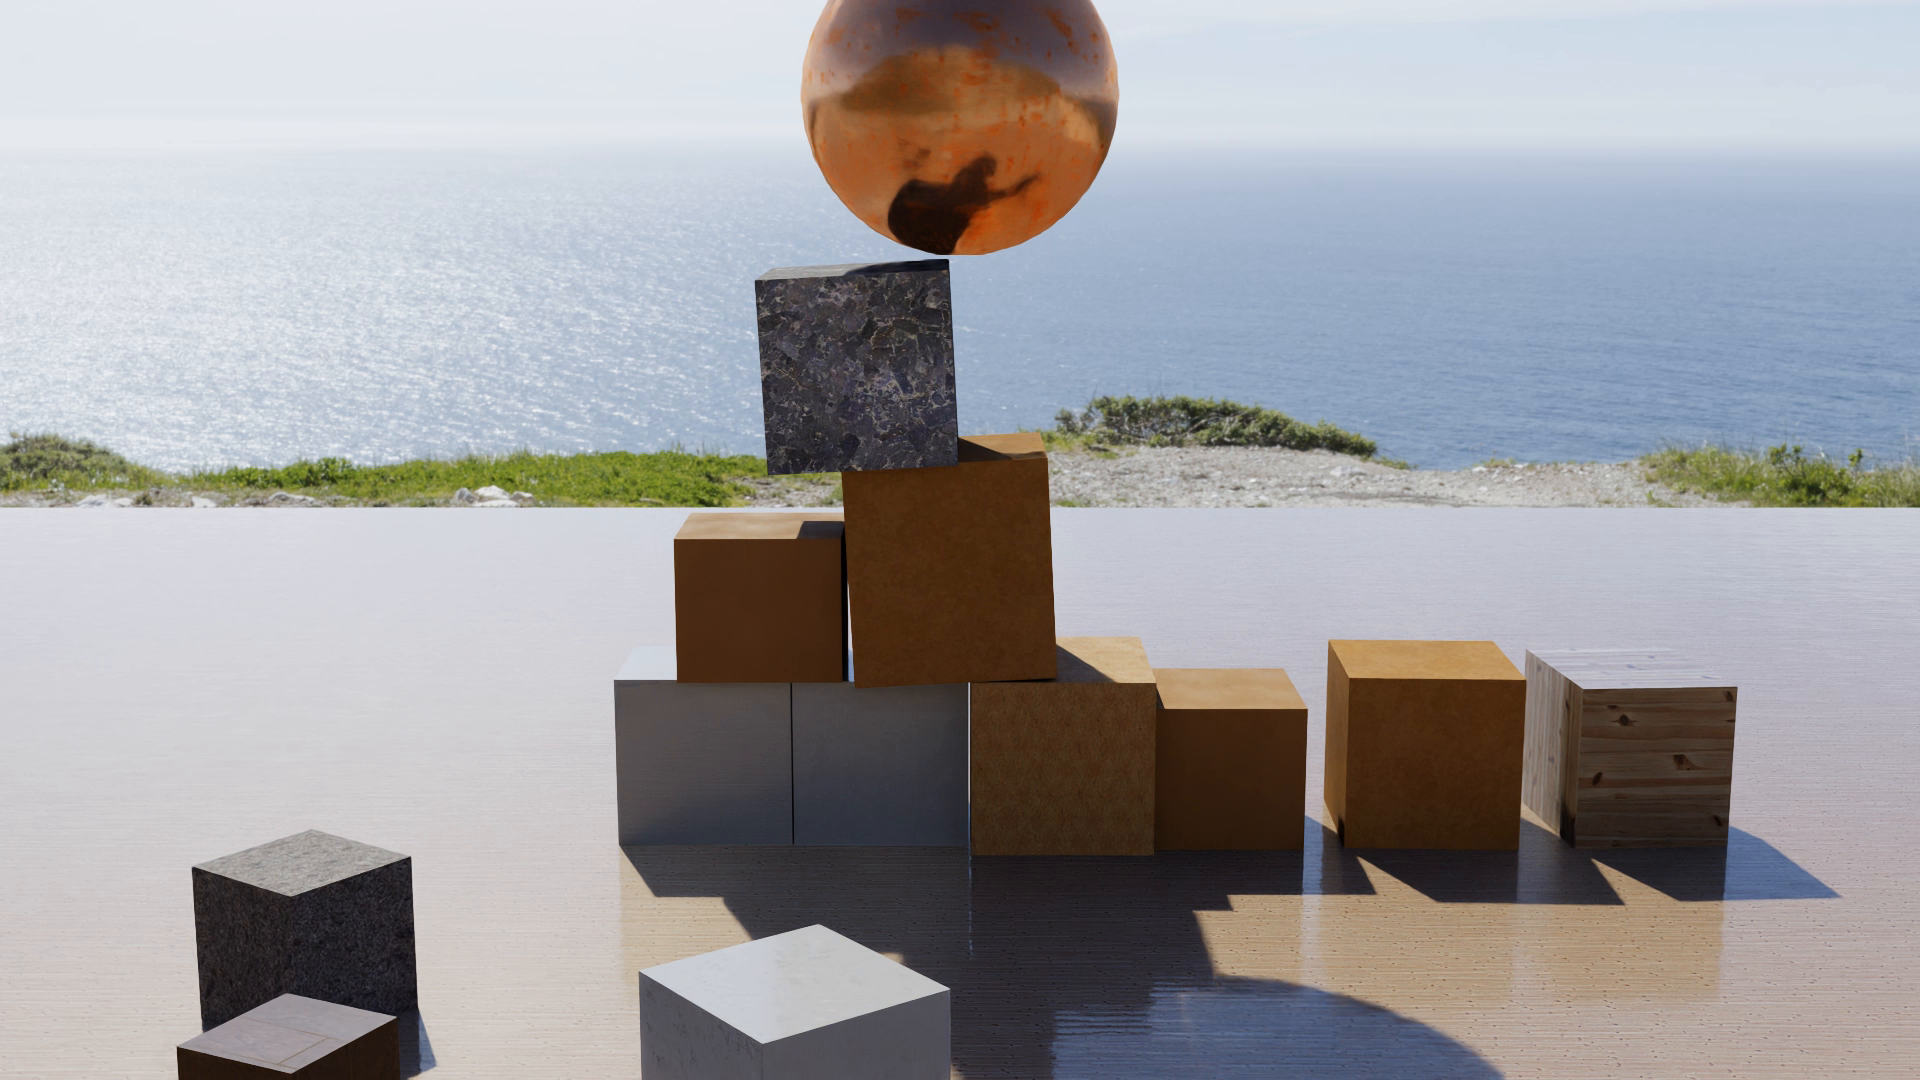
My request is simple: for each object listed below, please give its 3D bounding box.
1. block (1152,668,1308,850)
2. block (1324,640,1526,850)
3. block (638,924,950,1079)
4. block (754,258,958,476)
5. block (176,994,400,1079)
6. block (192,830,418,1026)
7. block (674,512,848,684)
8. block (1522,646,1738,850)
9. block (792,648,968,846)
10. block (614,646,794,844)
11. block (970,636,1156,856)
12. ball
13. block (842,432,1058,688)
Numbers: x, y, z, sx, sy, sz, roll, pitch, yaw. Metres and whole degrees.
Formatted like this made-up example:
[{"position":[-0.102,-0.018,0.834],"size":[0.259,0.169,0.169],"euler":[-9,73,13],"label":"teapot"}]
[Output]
[{"position":[1.347,1.119,11.372],"size":[0.752,0.729,0.846],"euler":[0,10,0],"label":"block"},{"position":[2.382,1.043,11.374],"size":[0.870,0.879,0.856],"euler":[0,10,2],"label":"block"},{"position":[-0.552,1.832,7.333],"size":[0.725,0.772,0.766],"euler":[-8,13,-37],"label":"block"},{"position":[-0.488,-0.880,10.922],"size":[0.911,0.929,1.024],"euler":[-3,10,1],"label":"block"},{"position":[-2.322,1.930,7.647],"size":[0.508,0.467,0.530],"euler":[5,11,25],"label":"block"},{"position":[-2.649,1.610,8.910],"size":[0.620,0.644,0.593],"euler":[7,13,35],"label":"block"},{"position":[-0.996,0.282,11.201],"size":[0.819,0.724,0.771],"euler":[0,10,-1],"label":"block"},{"position":[3.441,1.062,11.404],"size":[0.784,0.830,0.881],"euler":[-1,10,-4],"label":"block"},{"position":[-0.395,1.055,11.381],"size":[0.878,0.852,0.752],"euler":[0,10,0],"label":"block"},{"position":[-1.285,1.052,11.385],"size":[0.879,0.857,0.729],"euler":[0,10,0],"label":"block"},{"position":[0.509,1.043,11.367],"size":[0.909,0.882,1.023],"euler":[0,10,0],"label":"block"},{"position":[0.000,-2.229,11.018],"size":[1.600,1.600,1.600],"euler":[0,10,0],"label":"ball"},{"position":[-0.050,0.081,11.164],"size":[0.997,1.092,0.948],"euler":[-3,10,0],"label":"block"}]
